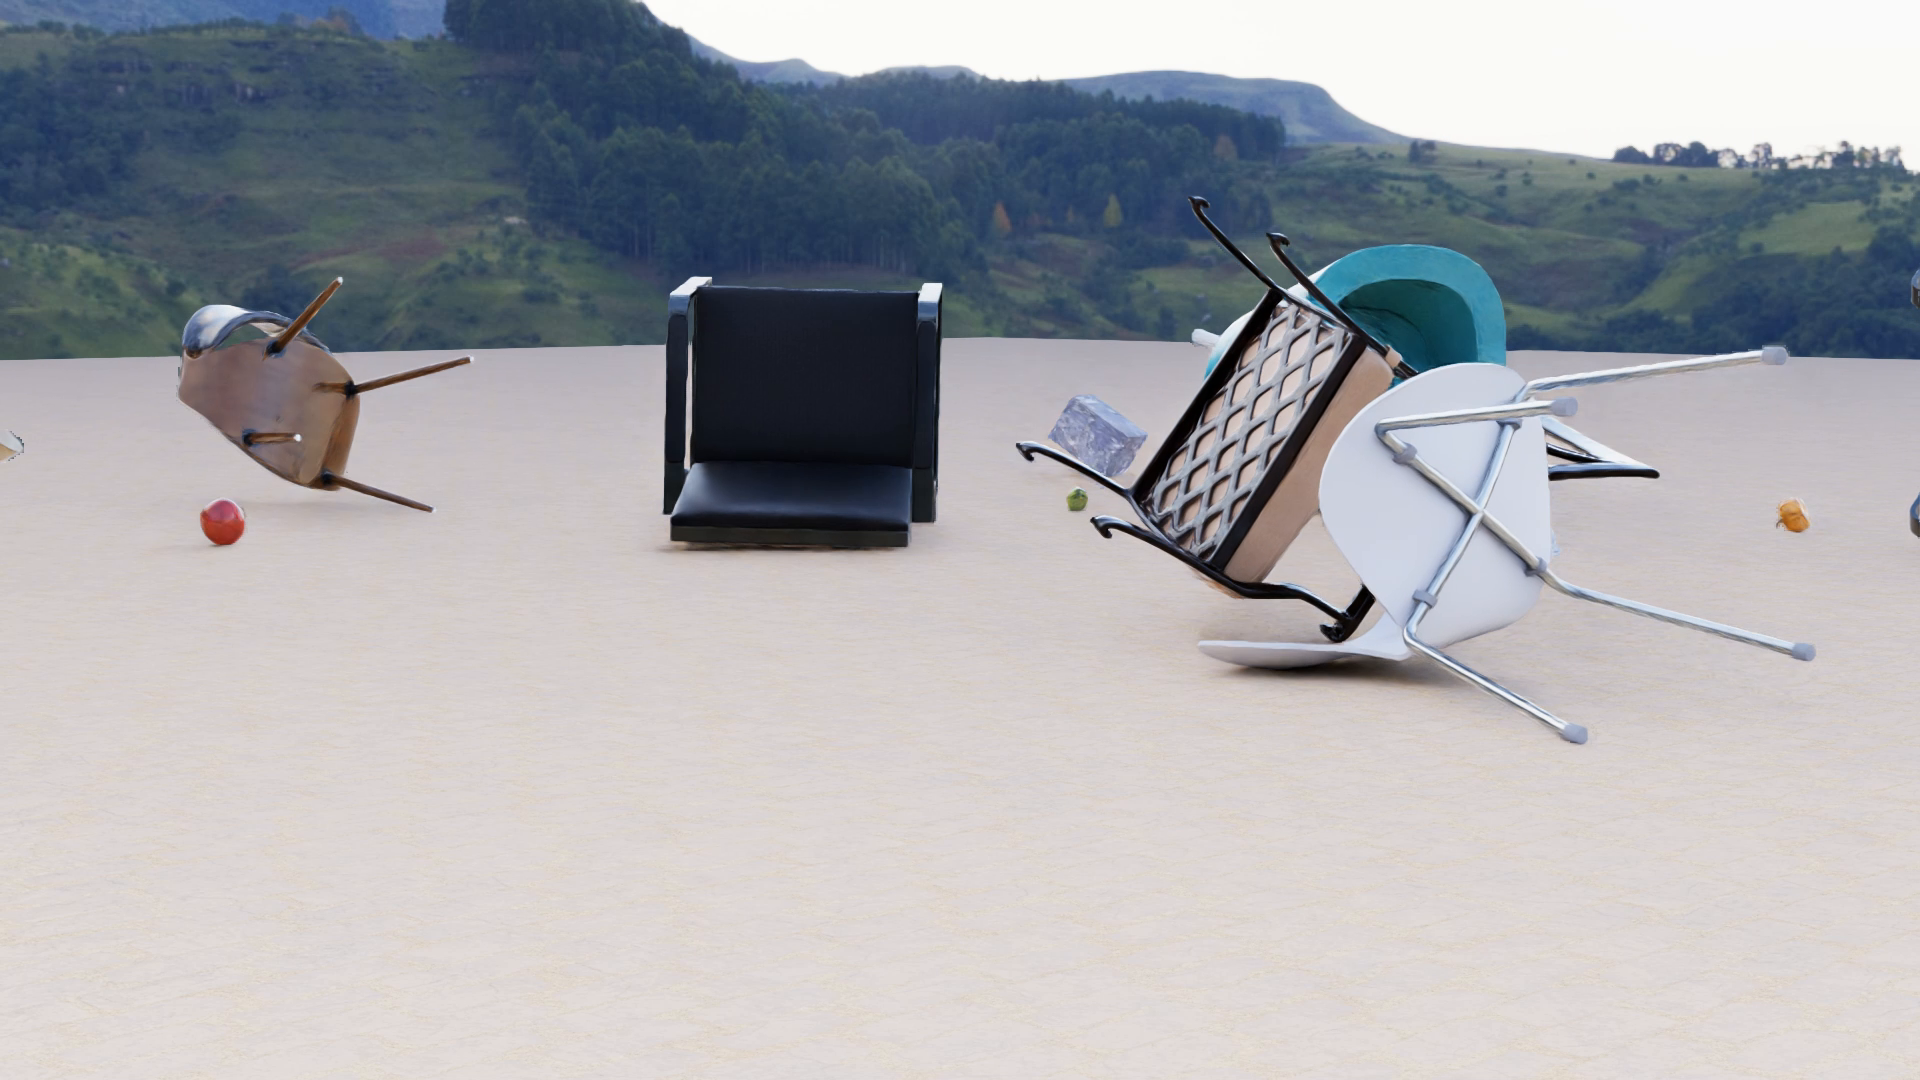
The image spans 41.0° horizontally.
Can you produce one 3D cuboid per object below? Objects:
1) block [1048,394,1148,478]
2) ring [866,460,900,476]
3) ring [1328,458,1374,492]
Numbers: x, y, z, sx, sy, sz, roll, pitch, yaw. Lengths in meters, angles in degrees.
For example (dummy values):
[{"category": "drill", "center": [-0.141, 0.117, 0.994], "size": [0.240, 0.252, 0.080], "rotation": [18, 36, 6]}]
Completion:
[{"category": "block", "center": [0.456, -0.344, 8.457], "size": [0.239, 0.161, 0.173], "rotation": [37, 20, 18]}, {"category": "ring", "center": [-0.257, -0.237, 8.528], "size": [0.108, 0.039, 0.264], "rotation": [0, 6, 8]}, {"category": "ring", "center": [1.207, -0.201, 7.921], "size": [0.118, 0.093, 0.286], "rotation": [1, 7, 25]}]
